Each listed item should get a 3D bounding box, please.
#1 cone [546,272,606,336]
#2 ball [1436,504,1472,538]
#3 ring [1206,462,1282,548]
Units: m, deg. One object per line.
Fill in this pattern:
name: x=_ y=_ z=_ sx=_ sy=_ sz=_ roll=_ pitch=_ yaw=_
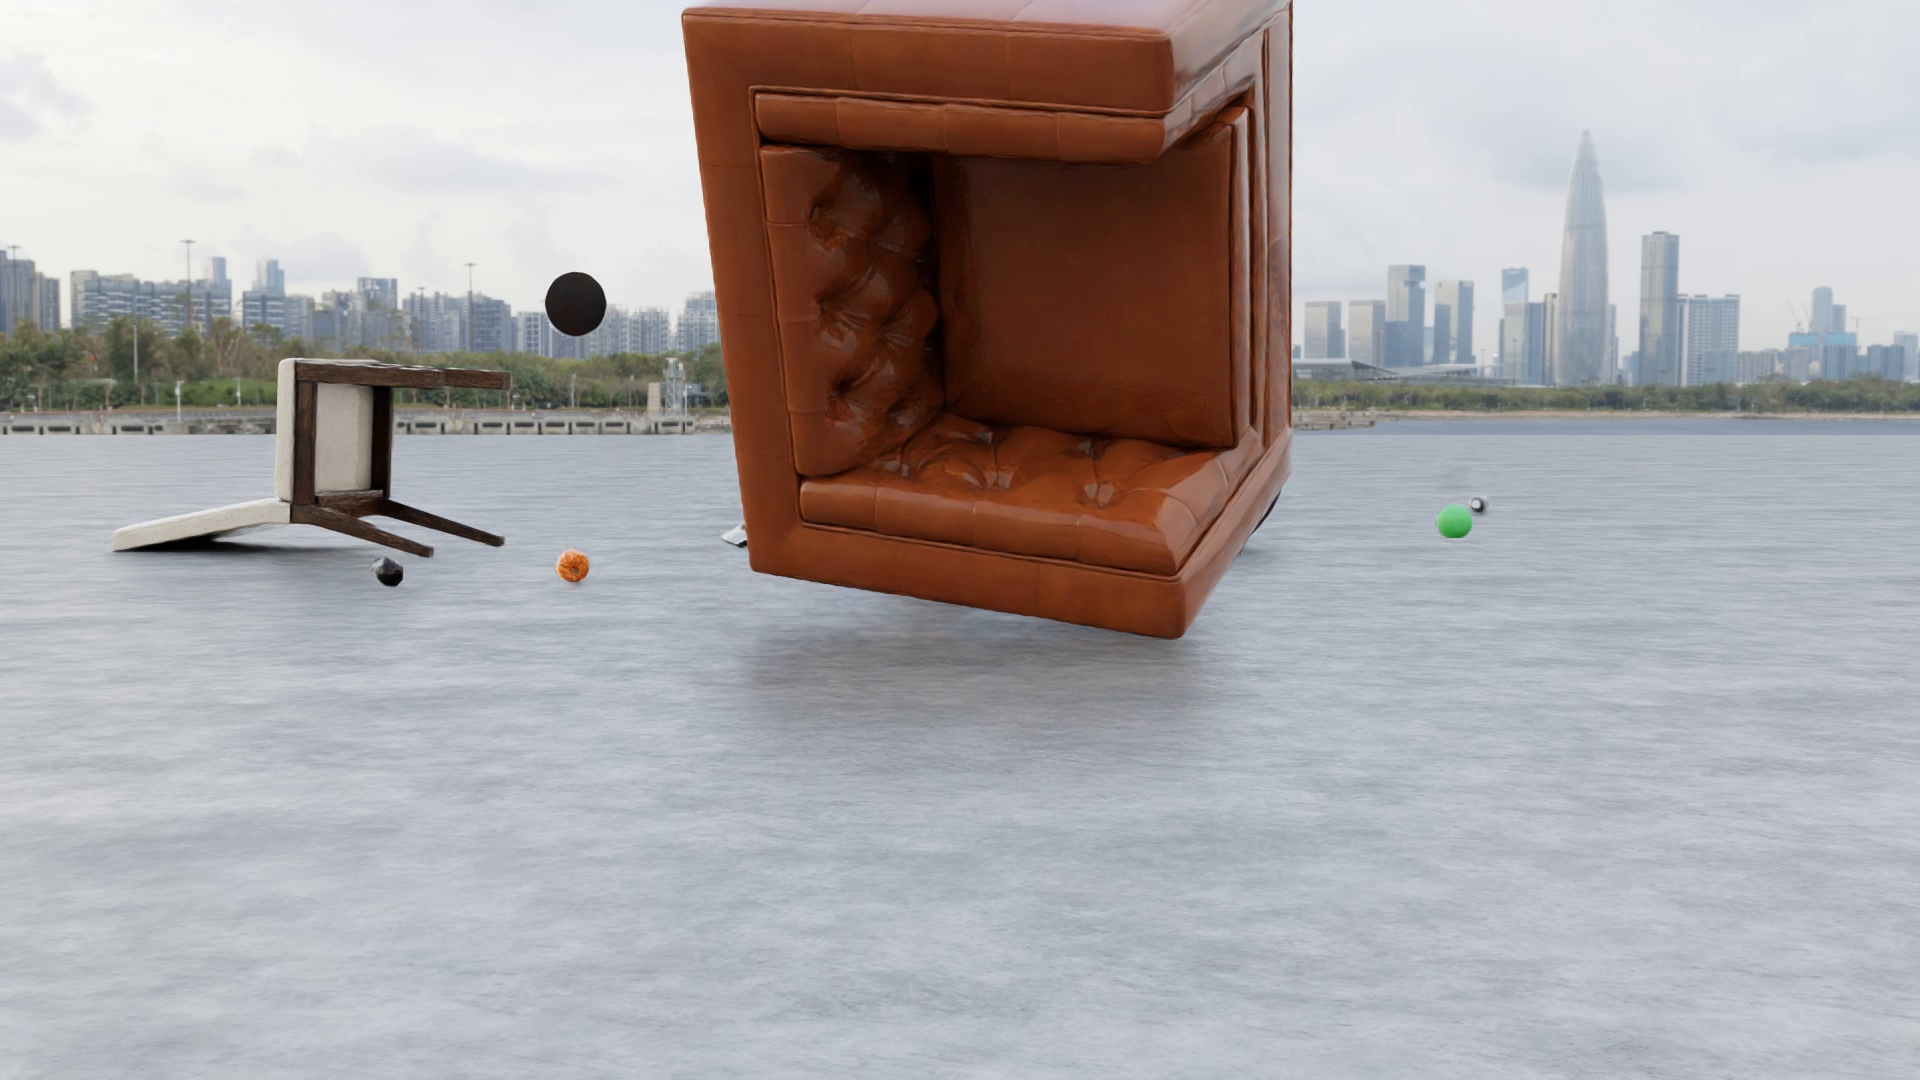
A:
cone: x=-1.019 y=-0.611 z=5.662 sx=0.159 sy=0.162 sz=0.212 roll=-2 pitch=8 yaw=-26
ball: x=1.483 y=-0.055 z=6.595 sx=0.104 sy=0.104 sz=0.104 roll=0 pitch=4 yaw=0
ring: x=0.801 y=-0.099 z=6.199 sx=0.109 sy=0.289 sz=0.182 roll=34 pitch=-15 yaw=23
